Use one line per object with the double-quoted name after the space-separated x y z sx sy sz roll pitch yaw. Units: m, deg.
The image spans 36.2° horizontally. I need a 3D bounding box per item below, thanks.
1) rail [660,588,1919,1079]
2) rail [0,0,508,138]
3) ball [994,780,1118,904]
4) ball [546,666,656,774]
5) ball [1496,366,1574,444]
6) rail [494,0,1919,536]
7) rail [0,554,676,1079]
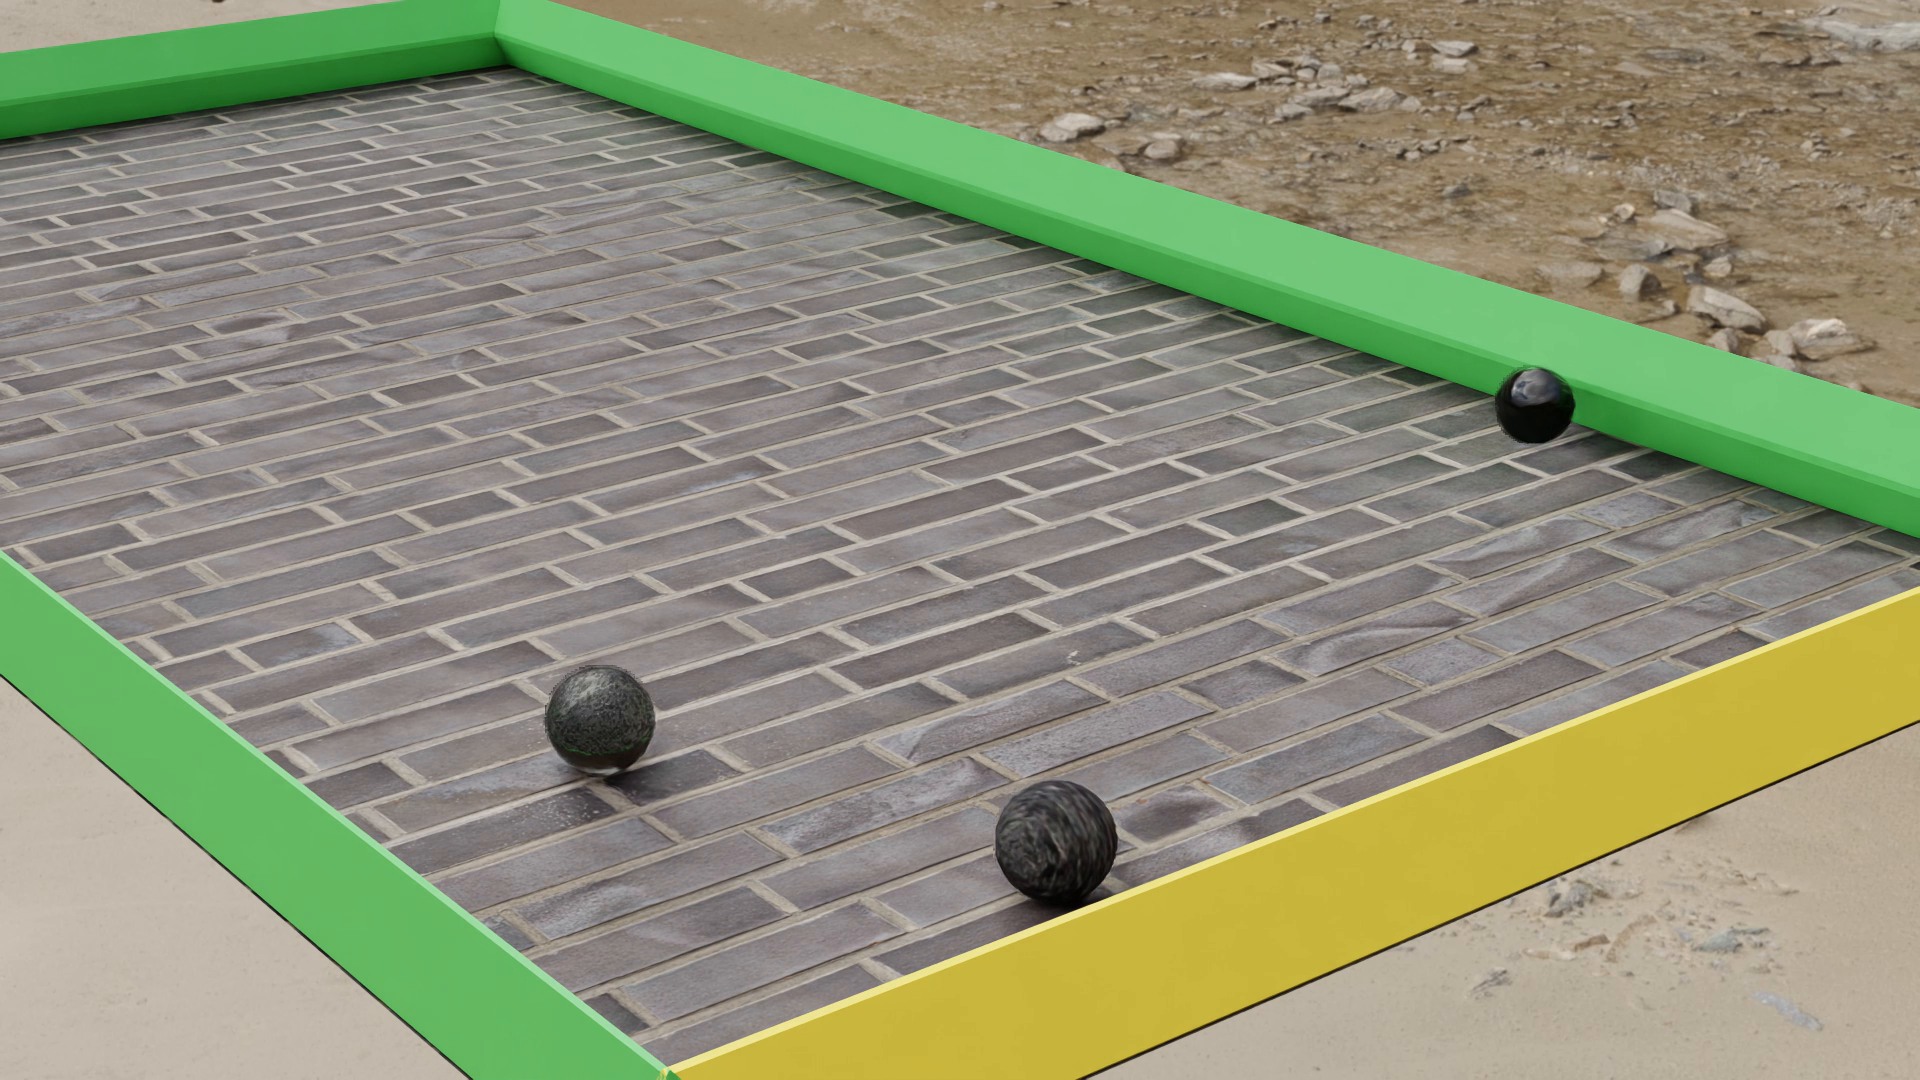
0.413 0.170 2.052 1.485 0.117 0.045 -16 26 -35 "rail"
-1.269 -0.617 4.070 1.485 0.117 0.045 -16 26 -35 "rail"
0.065 0.206 2.008 0.084 0.084 0.084 0 21 0 "ball"
-0.268 0.135 2.195 0.081 0.081 0.081 0 21 0 "ball"
0.565 -0.132 2.886 0.076 0.076 0.076 0 21 0 "ball"
0.140 -0.384 3.472 0.045 0.117 2.790 -16 26 -35 "rail"
-0.996 -0.063 2.651 0.045 0.117 2.790 -16 26 -35 "rail"
